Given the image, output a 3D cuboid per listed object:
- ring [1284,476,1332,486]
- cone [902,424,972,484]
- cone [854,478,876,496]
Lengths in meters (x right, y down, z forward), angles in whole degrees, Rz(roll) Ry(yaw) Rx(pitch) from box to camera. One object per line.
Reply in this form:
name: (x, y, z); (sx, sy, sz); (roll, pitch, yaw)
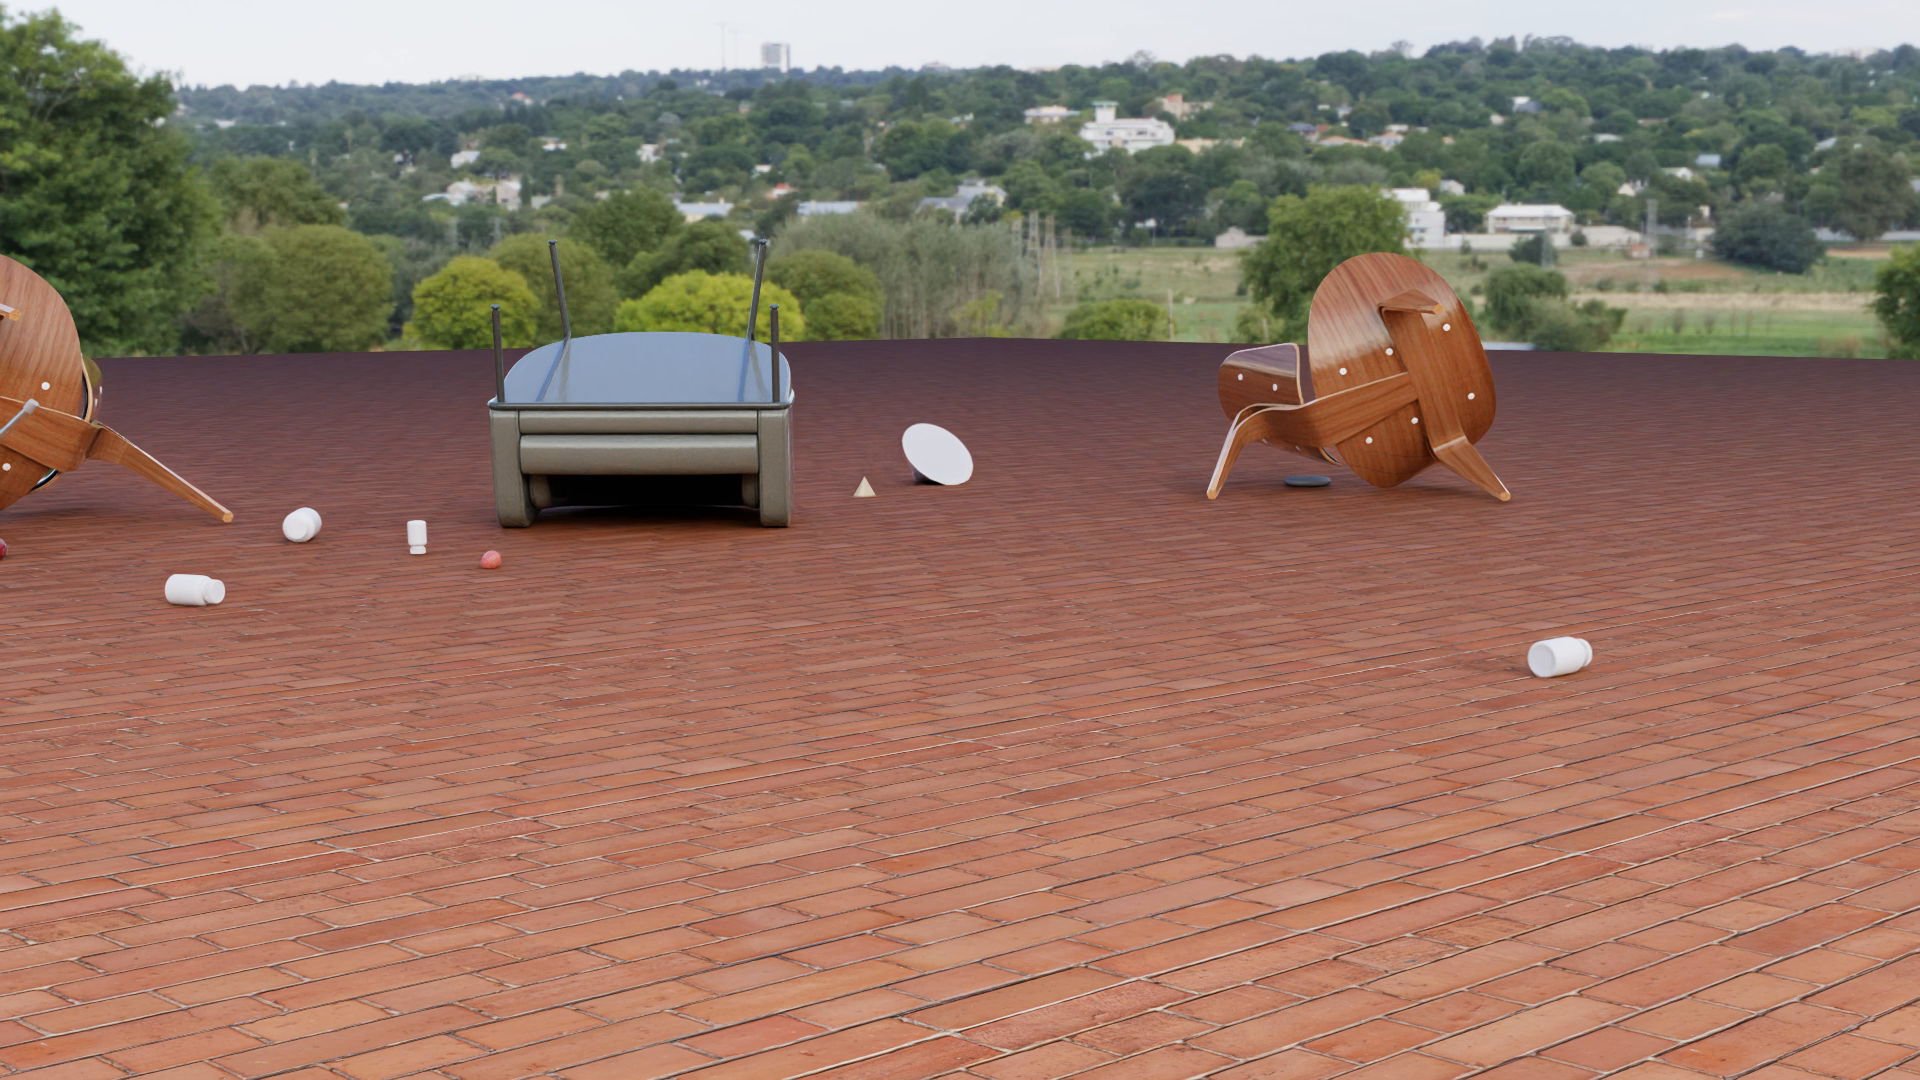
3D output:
ring: (1.094, -0.185, 8.072); (0.171, 0.029, 0.130); (-5, 8, -43)
cone: (-0.107, -0.231, 8.195); (0.252, 0.208, 0.170); (31, -40, -10)
cone: (-0.286, -0.161, 7.688); (0.074, 0.060, 0.042); (-4, 7, -31)
